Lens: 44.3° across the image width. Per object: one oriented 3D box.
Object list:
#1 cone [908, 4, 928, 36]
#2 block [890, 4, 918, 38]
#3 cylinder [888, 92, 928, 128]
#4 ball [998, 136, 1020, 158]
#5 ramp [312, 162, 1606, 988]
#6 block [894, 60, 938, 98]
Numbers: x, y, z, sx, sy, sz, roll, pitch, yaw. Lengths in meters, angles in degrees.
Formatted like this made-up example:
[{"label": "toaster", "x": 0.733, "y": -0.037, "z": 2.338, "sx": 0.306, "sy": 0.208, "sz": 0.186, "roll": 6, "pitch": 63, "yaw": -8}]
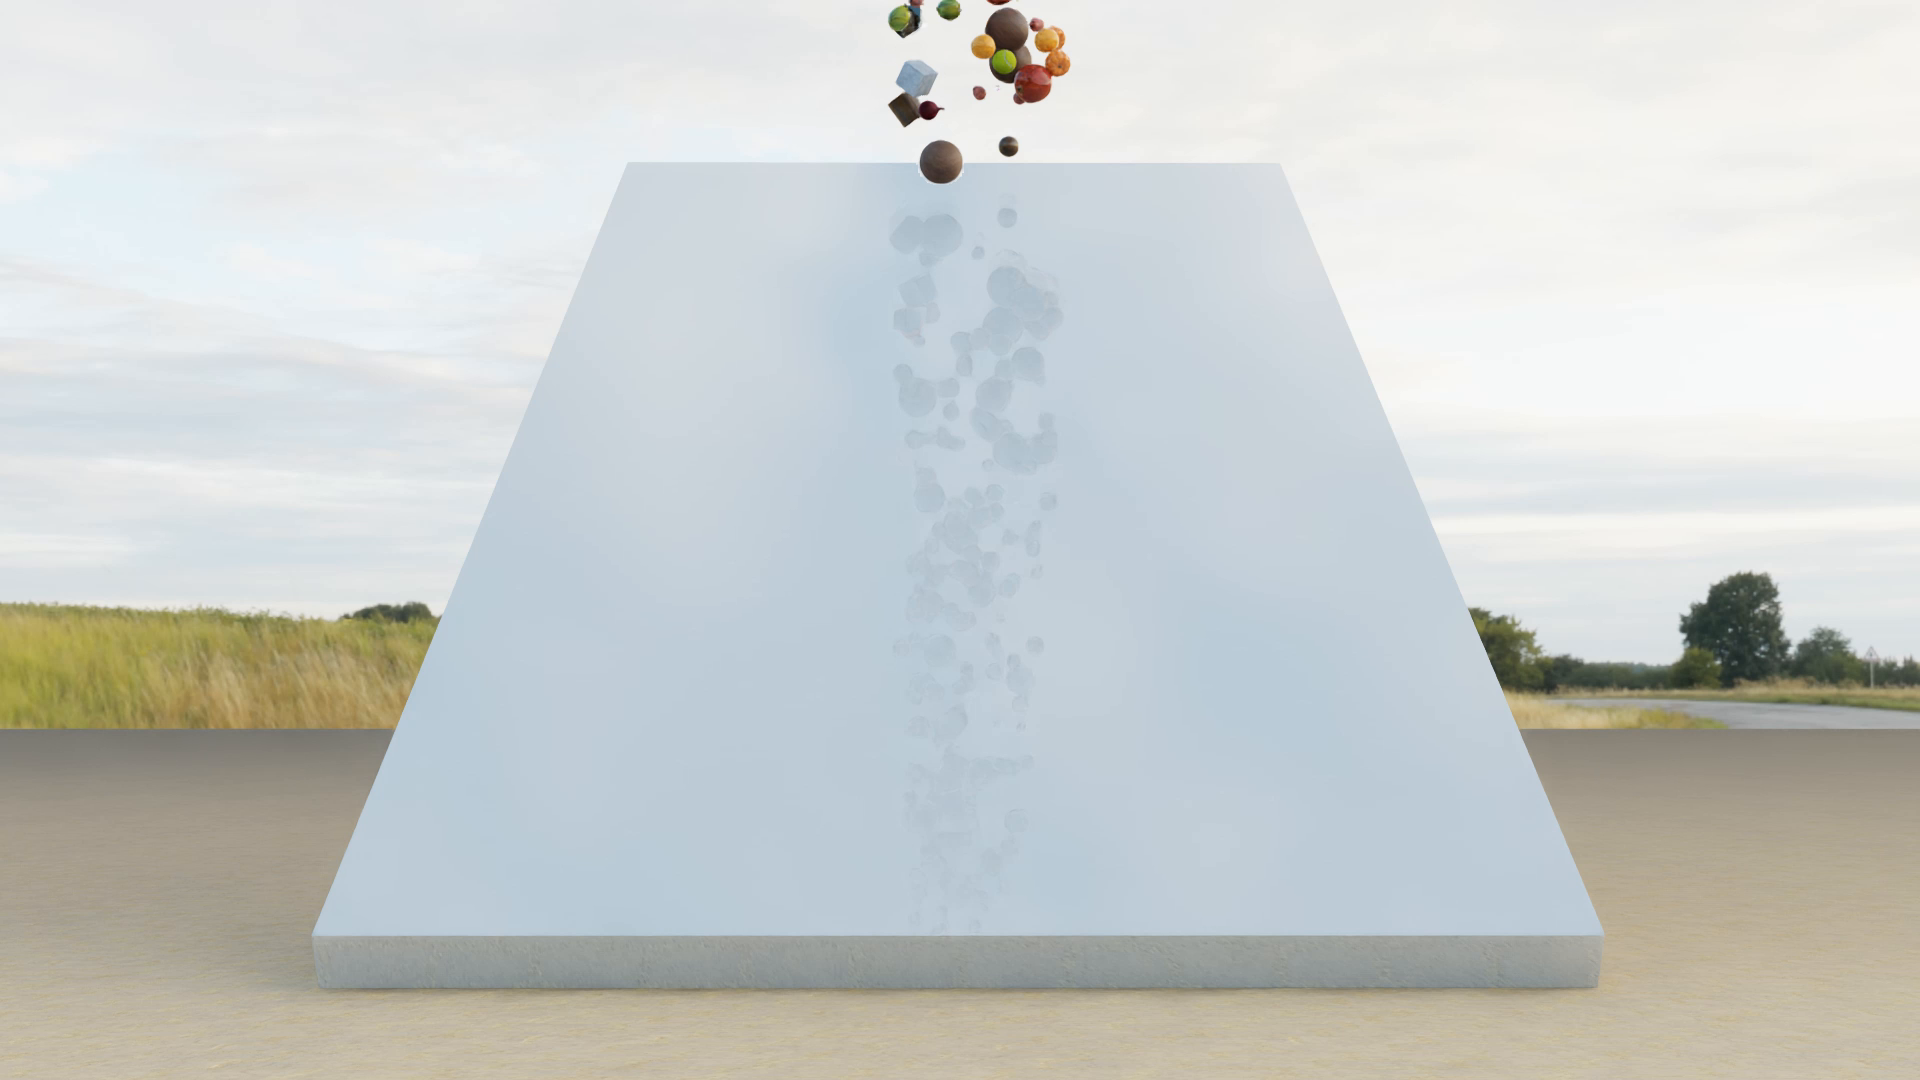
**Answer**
[{"label": "cone", "x": -0.122, "y": -1.552, "z": 7.089, "sx": 0.096, "sy": 0.096, "sz": 0.096, "roll": -3, "pitch": -3, "yaw": 34}, {"label": "block", "x": -0.166, "y": -1.536, "z": 6.989, "sx": 0.060, "sy": 0.060, "sz": 0.060, "roll": -35, "pitch": -26, "yaw": -15}, {"label": "cylinder", "x": -0.159, "y": -1.309, "z": 7.151, "sx": 0.088, "sy": 0.088, "sz": 0.088, "roll": -36, "pitch": 8, "yaw": 6}, {"label": "ball", "x": 0.147, "y": -1.183, "z": 7.094, "sx": 0.064, "sy": 0.064, "sz": 0.064, "roll": 0, "pitch": -4, "yaw": 0}, {"label": "ramp", "x": -0.010, "y": -0.228, "z": 5.463, "sx": 2.000, "sy": 0.100, "sz": 4.000, "roll": 0, "pitch": 26, "yaw": 0}, {"label": "block", "x": -0.128, "y": -1.362, "z": 6.959, "sx": 0.077, "sy": 0.077, "sz": 0.077, "roll": 39, "pitch": 32, "yaw": 19}]
